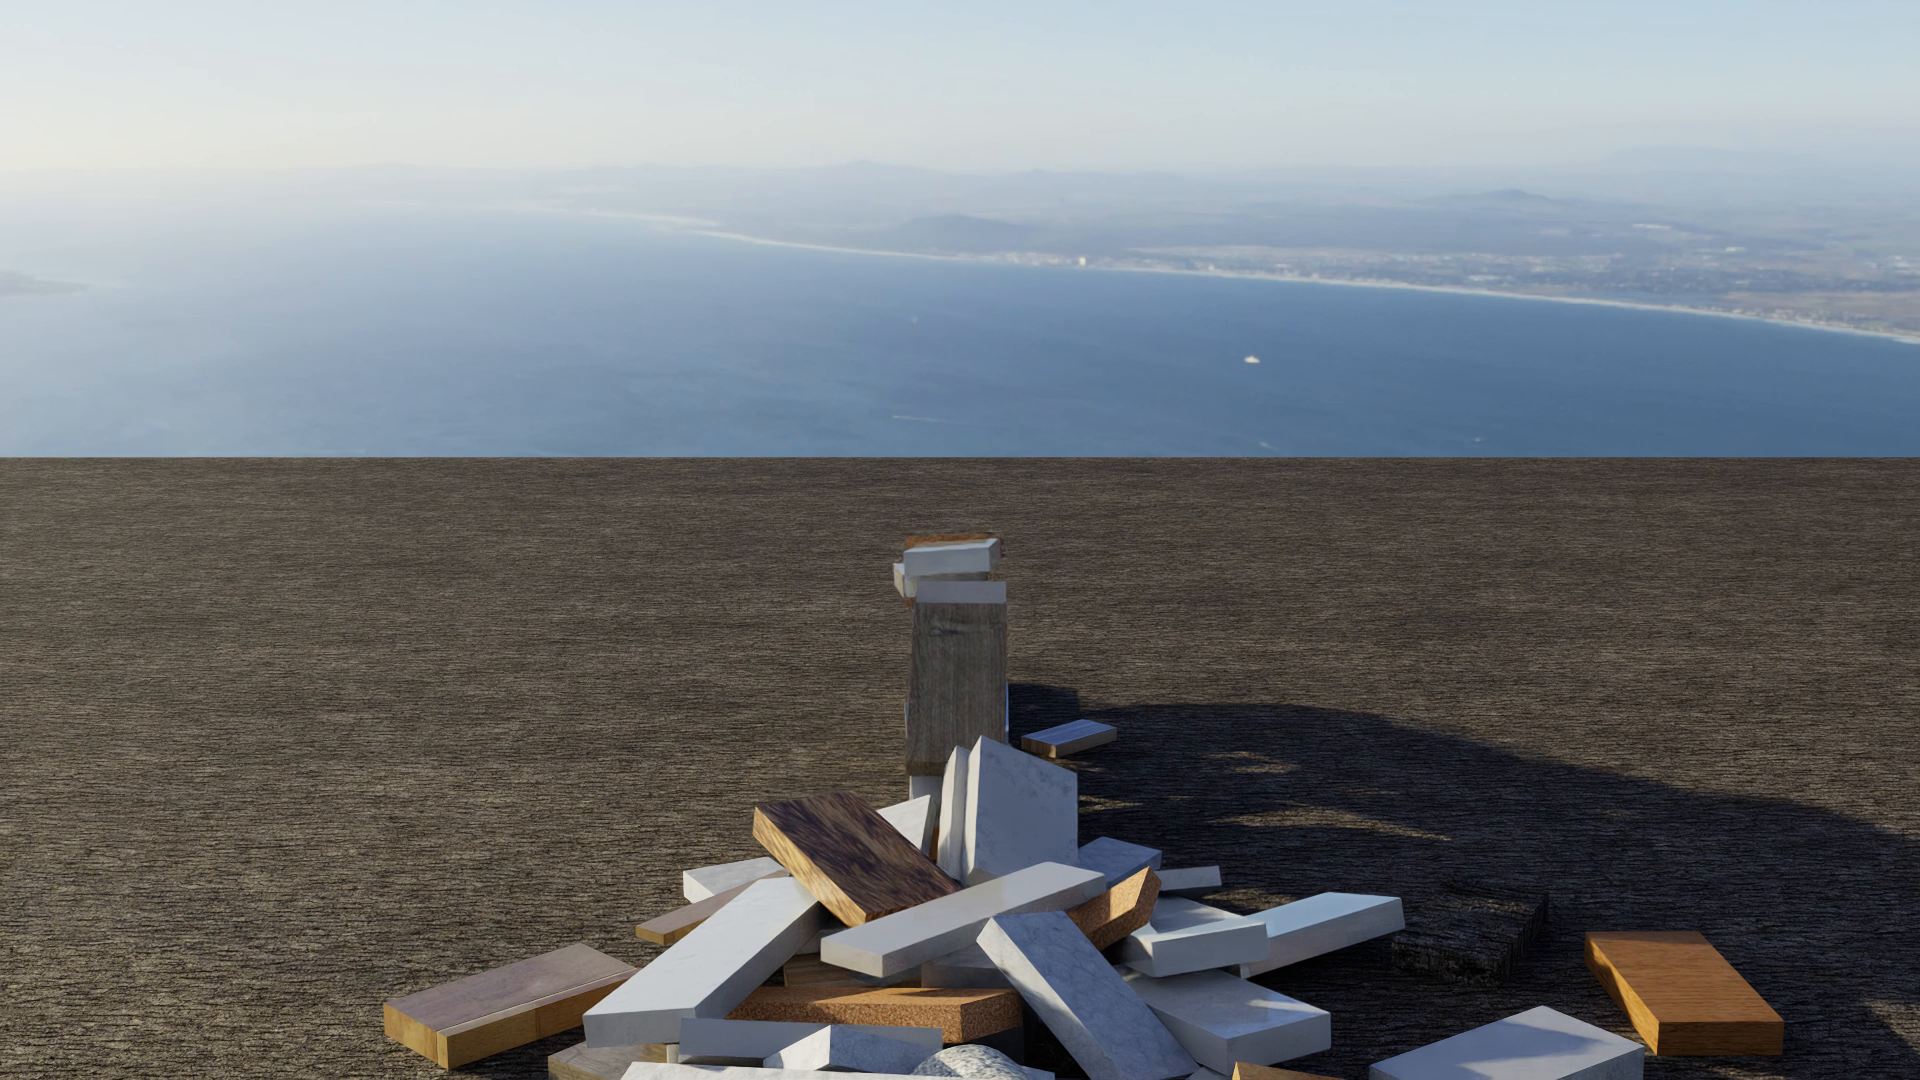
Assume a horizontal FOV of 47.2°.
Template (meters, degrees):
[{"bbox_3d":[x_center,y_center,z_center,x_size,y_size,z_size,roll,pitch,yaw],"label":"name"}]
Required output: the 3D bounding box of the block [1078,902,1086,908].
[{"bbox_3d":[0.207,0.557,3.602,0.109,0.031,0.218,14,12,41],"label":"block"}]

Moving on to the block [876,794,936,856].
[{"bbox_3d":[-0.101,0.491,3.564,0.104,0.030,0.209,-18,20,12],"label":"block"}]

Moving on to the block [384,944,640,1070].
[{"bbox_3d":[-0.633,0.663,3.149,0.332,0.047,0.166,-10,15,-44],"label":"block"}]

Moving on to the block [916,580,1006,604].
[{"bbox_3d":[0.008,0.166,4.260,0.164,0.046,0.500,0,-16,1],"label":"block"}]

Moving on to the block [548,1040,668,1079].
[{"bbox_3d":[-0.415,0.713,2.913,0.247,0.035,0.124,8,13,38],"label":"block"}]

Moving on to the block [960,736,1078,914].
[{"bbox_3d":[0.097,0.458,3.487,0.175,0.050,0.350,22,28,-10],"label":"block"}]

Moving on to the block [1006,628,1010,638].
[{"bbox_3d":[0.049,0.192,4.560,0.101,0.014,0.050,4,-16,-13],"label":"block"}]

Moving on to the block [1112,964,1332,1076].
[{"bbox_3d":[0.329,0.647,3.024,0.173,0.049,0.346,-6,7,-31],"label":"block"}]

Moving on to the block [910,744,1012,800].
[{"bbox_3d":[0.002,0.476,3.867,0.180,0.051,0.359,0,27,1],"label":"block"}]

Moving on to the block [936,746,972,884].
[{"bbox_3d":[0.057,0.478,3.524,0.175,0.050,0.350,22,28,-10],"label":"block"}]

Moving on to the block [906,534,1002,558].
[{"bbox_3d":[-0.010,0.017,4.653,0.162,0.046,0.325,-2,-1,7],"label":"block"}]

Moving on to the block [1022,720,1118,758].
[{"bbox_3d":[0.227,0.411,4.560,0.095,0.027,0.191,10,15,44],"label":"block"}]

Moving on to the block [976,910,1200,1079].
[{"bbox_3d":[0.170,0.618,2.920,0.153,0.043,0.307,6,32,-48],"label":"block"}]

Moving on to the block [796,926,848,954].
[{"bbox_3d":[-0.178,0.600,3.313,0.221,0.031,0.111,-7,-8,11],"label":"block"}]

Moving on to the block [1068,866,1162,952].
[{"bbox_3d":[0.190,0.565,3.202,0.221,0.031,0.111,-35,10,26],"label":"block"}]

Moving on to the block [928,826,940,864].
[{"bbox_3d":[-0.103,0.531,3.550,0.209,0.030,0.104,-23,20,-2],"label":"block"}]

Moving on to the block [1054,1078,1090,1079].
[{"bbox_3d":[0.148,0.728,2.864,0.158,0.022,0.079,0,11,0],"label":"block"}]

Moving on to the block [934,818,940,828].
[{"bbox_3d":[-0.015,0.427,3.760,0.129,0.037,0.481,0,36,1],"label":"block"}]

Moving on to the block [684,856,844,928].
[{"bbox_3d":[-0.318,0.588,3.558,0.153,0.043,0.307,-6,12,-28],"label":"block"}]

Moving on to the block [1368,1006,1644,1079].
[{"bbox_3d":[0.725,0.706,2.912,0.344,0.049,0.172,-7,13,-35],"label":"block"}]

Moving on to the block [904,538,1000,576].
[{"bbox_3d":[-0.012,0.033,4.306,0.162,0.046,0.325,-4,3,5],"label":"block"}]

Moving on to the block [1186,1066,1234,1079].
[{"bbox_3d":[0.315,0.740,2.733,0.166,0.047,0.331,7,13,33],"label":"block"}]

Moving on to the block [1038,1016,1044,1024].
[{"bbox_3d":[0.124,0.673,3.166,0.139,0.020,0.070,5,12,24],"label":"block"}]

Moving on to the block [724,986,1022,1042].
[{"bbox_3d":[-0.178,0.636,2.959,0.502,0.047,0.166,-6,-6,29],"label":"block"}]

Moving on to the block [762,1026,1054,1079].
[{"bbox_3d":[-0.061,0.657,2.654,0.318,0.045,0.159,19,-35,-28],"label":"block"}]

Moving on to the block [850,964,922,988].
[{"bbox_3d":[-0.083,0.611,3.175,0.140,0.020,0.070,-10,11,-40],"label":"block"}]

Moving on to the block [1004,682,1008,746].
[{"bbox_3d":[0.000,0.332,4.090,0.180,0.051,0.359,0,11,1],"label":"block"}]

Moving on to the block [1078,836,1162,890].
[{"bbox_3d":[0.236,0.532,3.579,0.109,0.031,0.218,11,10,26],"label":"block"}]

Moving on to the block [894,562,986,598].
[{"bbox_3d":[-0.044,0.075,4.427,0.162,0.046,0.375,-4,3,-4],"label":"block"}]

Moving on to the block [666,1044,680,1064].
[{"bbox_3d":[-0.253,0.688,2.855,0.247,0.035,0.124,-2,11,-10],"label":"block"}]

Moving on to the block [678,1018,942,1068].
[{"bbox_3d":[-0.189,0.646,2.727,0.318,0.045,0.159,4,-31,-6],"label":"block"}]

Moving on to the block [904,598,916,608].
[{"bbox_3d":[-0.052,0.112,4.446,0.095,0.027,0.191,-3,3,8],"label":"block"}]

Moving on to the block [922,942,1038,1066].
[{"bbox_3d":[0.030,0.633,3.049,0.141,0.141,0.141,2,11,10],"label":"block"}]

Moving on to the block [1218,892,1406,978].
[{"bbox_3d":[0.498,0.601,3.355,0.331,0.047,0.166,-9,0,-33],"label":"block"}]

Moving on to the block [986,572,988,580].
[{"bbox_3d":[0.001,0.111,4.761,0.114,0.032,0.229,-1,-13,-1],"label":"block"}]

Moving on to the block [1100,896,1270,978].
[{"bbox_3d":[0.302,0.579,3.230,0.173,0.049,0.347,-6,-1,-16],"label":"block"}]

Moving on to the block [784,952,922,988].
[{"bbox_3d":[-0.085,0.639,3.211,0.332,0.047,0.166,-4,9,-9],"label":"block"}]

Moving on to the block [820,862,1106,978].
[{"bbox_3d":[0.015,0.533,3.121,0.111,0.031,0.503,6,9,39],"label":"block"}]

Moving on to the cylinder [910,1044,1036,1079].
[{"bbox_3d":[0.041,0.705,2.511,0.196,0.196,0.196,-5,12,-27],"label":"cylinder"}]

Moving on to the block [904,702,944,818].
[{"bbox_3d":[-0.023,0.373,3.772,0.129,0.037,0.258,-3,36,-3],"label":"block"}]

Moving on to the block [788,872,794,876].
[{"bbox_3d":[-0.168,0.533,3.459,0.209,0.104,0.030,16,10,22],"label":"block"}]

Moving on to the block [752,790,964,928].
[{"bbox_3d":[-0.156,0.491,3.343,0.175,0.050,0.350,-6,23,-32],"label":"block"}]

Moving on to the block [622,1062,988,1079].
[{"bbox_3d":[-0.138,0.675,2.446,0.722,0.049,0.172,-7,33,36],"label":"block"}]

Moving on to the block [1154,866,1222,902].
[{"bbox_3d":[0.325,0.557,3.477,0.109,0.031,0.218,-3,-19,-14],"label":"block"}]

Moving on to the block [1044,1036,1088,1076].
[{"bbox_3d":[0.200,0.695,2.941,0.158,0.022,0.079,11,6,-24],"label":"block"}]

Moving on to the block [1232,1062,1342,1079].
[{"bbox_3d":[0.417,0.733,2.603,0.159,0.045,0.318,10,17,-2],"label":"block"}]

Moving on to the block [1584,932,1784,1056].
[{"bbox_3d":[1.043,0.653,3.193,0.173,0.049,0.347,0,11,-1],"label":"block"}]

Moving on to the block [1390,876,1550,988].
[{"bbox_3d":[0.801,0.609,3.438,0.166,0.047,0.331,5,12,26],"label":"block"}]

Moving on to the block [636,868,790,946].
[{"bbox_3d":[-0.335,0.568,3.505,0.060,0.017,0.442,8,13,37],"label":"block"}]

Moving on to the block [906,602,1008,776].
[{"bbox_3d":[-0.004,0.255,3.786,0.164,0.046,0.328,1,53,2],"label":"block"}]

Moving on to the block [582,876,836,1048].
[{"bbox_3d":[-0.323,0.584,3.124,0.153,0.043,0.697,-7,4,14],"label":"block"}]
